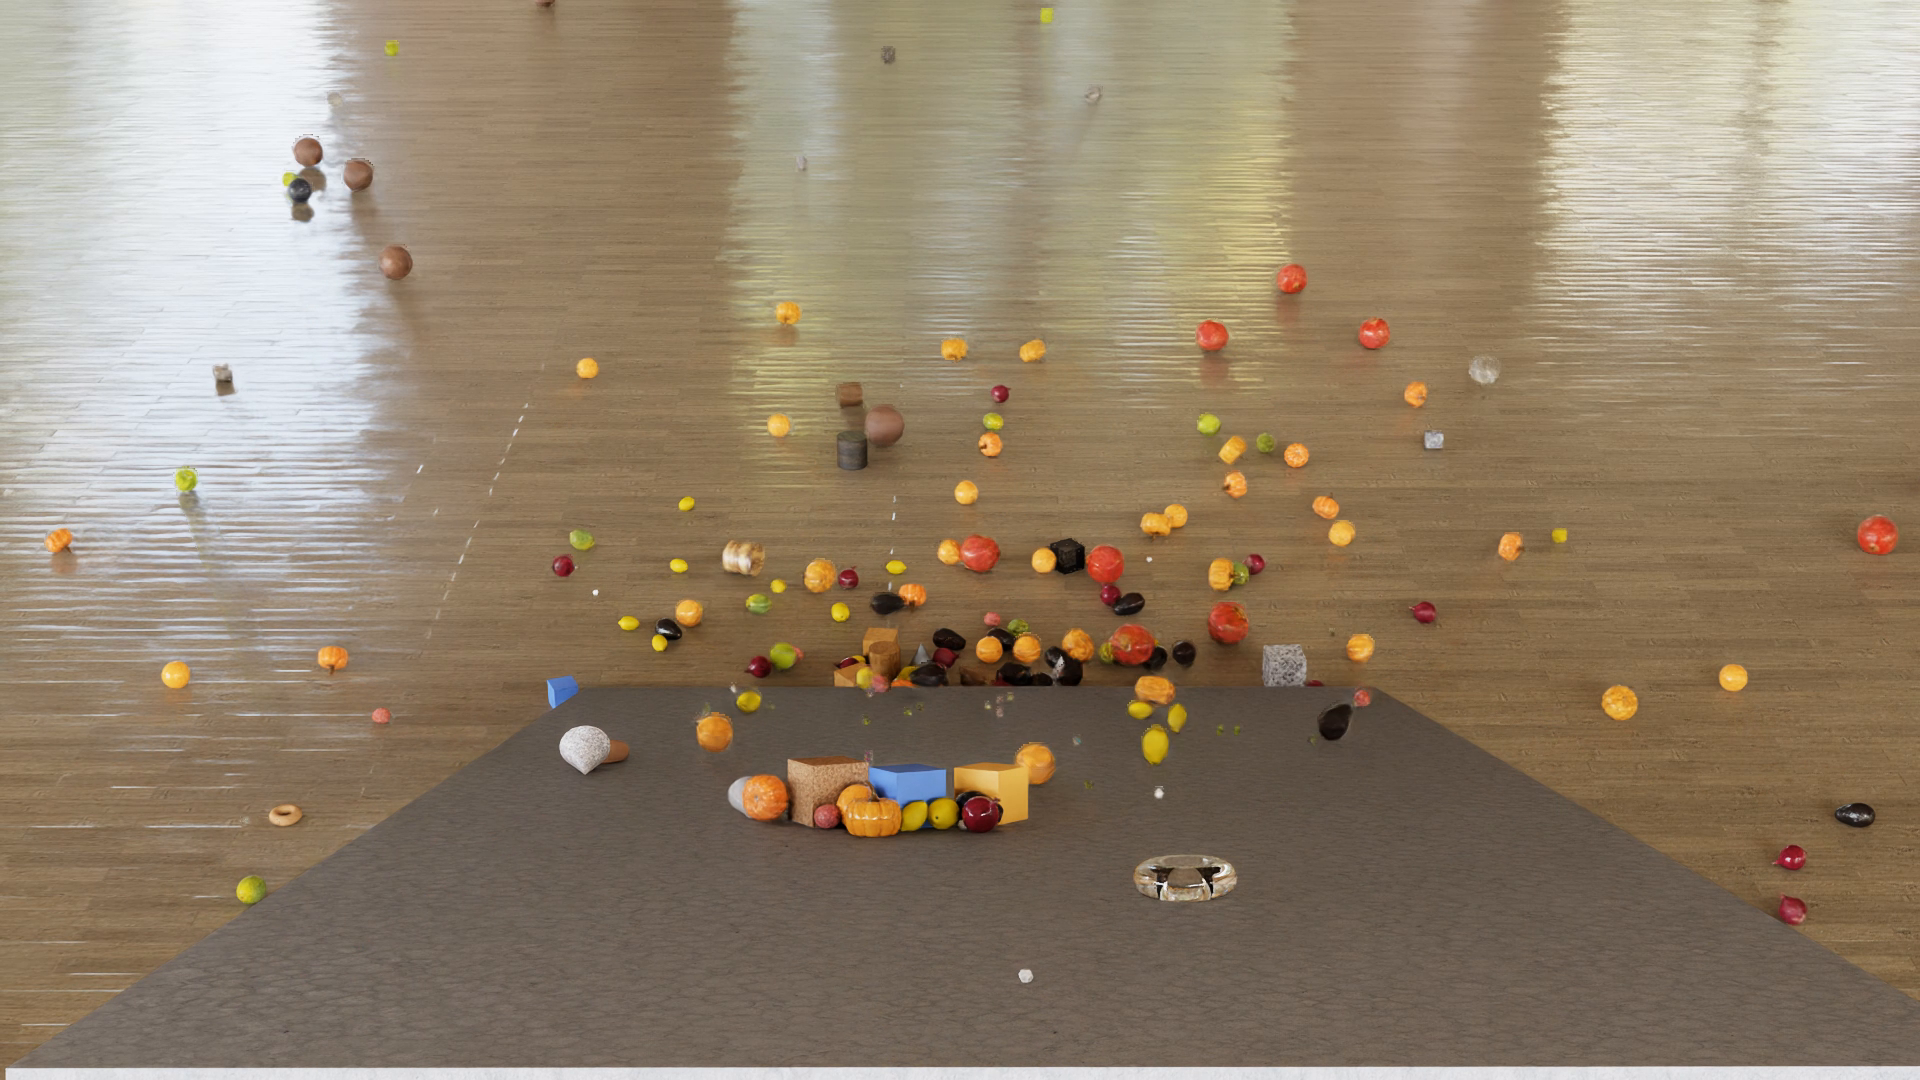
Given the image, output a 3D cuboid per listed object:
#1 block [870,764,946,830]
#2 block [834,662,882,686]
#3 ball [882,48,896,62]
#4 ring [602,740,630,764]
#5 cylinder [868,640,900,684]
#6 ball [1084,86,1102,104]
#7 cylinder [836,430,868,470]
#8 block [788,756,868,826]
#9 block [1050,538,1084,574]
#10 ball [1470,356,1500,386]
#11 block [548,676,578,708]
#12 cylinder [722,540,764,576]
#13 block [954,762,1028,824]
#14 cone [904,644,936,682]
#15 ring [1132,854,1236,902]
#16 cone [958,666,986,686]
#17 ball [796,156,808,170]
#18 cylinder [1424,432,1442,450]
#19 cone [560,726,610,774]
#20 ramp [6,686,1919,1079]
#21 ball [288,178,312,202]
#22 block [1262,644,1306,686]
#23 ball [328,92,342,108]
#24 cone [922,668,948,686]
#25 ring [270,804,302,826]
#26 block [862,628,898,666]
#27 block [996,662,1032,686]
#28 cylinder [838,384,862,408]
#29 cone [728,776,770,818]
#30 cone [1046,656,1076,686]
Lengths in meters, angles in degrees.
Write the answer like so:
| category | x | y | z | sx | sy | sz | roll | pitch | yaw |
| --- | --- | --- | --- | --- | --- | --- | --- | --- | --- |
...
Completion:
| category | x | y | z | sx | sy | sz | roll | pitch | yaw |
| --- | --- | --- | --- | --- | --- | --- | --- | --- | --- |
| block | -0.085 | 0.415 | 4.169 | 0.091 | 0.091 | 0.091 | -1 | 2 | -31 |
| block | -0.263 | 0.380 | 6.646 | 0.087 | 0.087 | 0.087 | -17 | 29 | -33 |
| ball | -0.363 | -2.457 | 13.067 | 0.071 | 0.071 | 0.071 | 0 | 24 | 0 |
| ring | -0.699 | 0.412 | 5.010 | 0.111 | 0.037 | 0.111 | -1 | 3 | 0 |
| cylinder | -0.198 | 0.322 | 6.781 | 0.084 | 0.084 | 0.084 | 0 | 24 | 0 |
| ball | 0.638 | -2.127 | 12.306 | 0.084 | 0.084 | 0.084 | 0 | 24 | 0 |
| cylinder | -0.341 | -0.283 | 8.130 | 0.096 | 0.096 | 0.096 | 0 | 24 | 0 |
| block | -0.216 | 0.410 | 4.208 | 0.099 | 0.099 | 0.099 | -1 | 2 | -27 |
| block | 0.309 | 0.047 | 7.417 | 0.071 | 0.071 | 0.071 | -16 | 29 | -32 |
| ball | 1.788 | -0.575 | 8.785 | 0.099 | 0.099 | 0.099 | 0 | 24 | 0 |
| block | -1.022 | 0.396 | 6.638 | 0.064 | 0.064 | 0.064 | -10 | 26 | -22 |
| cylinder | -0.622 | 0.052 | 7.384 | 0.088 | 0.088 | 0.088 | 9 | 26 | 20 |
| block | 0.051 | 0.415 | 4.222 | 0.087 | 0.087 | 0.087 | 1 | 3 | 35 |
| cone | -0.101 | 0.313 | 6.790 | 0.093 | 0.093 | 0.093 | 0 | 24 | 0 |
| ring | 0.307 | 0.461 | 3.518 | 0.143 | 0.048 | 0.143 | -1 | 3 | 0 |
| cone | 0.017 | 0.352 | 6.692 | 0.072 | 0.072 | 0.072 | -26 | 35 | 21 |
| ball | -0.693 | -1.647 | 11.261 | 0.054 | 0.054 | 0.054 | 0 | 24 | 0 |
| cylinder | 1.519 | -0.320 | 8.264 | 0.055 | 0.055 | 0.055 | 3 | 24 | 8 |
| cone | -0.704 | 0.415 | 4.838 | 0.096 | 0.096 | 0.096 | -3 | 29 | -7 |
| ramp | 0.055 | 0.497 | 4.545 | 2.000 | 0.100 | 4.000 | 0 | 2 | 0 |
| ball | -2.767 | -1.465 | 10.794 | 0.099 | 0.099 | 0.099 | 0 | 24 | 0 |
| block | 0.847 | 0.338 | 6.730 | 0.096 | 0.096 | 0.096 | -2 | 24 | -4 |
| ball | -2.972 | -2.094 | 12.248 | 0.070 | 0.070 | 0.070 | 0 | 24 | 0 |
| cone | -0.048 | 0.377 | 6.717 | 0.080 | 0.080 | 0.080 | 13 | 0 | 26 |
| ring | -1.599 | 0.652 | 6.108 | 0.077 | 0.026 | 0.077 | 0 | 25 | 0 |
| block | -0.211 | 0.289 | 6.860 | 0.080 | 0.080 | 0.080 | 4 | 24 | 8 |
| block | 0.139 | 0.369 | 6.693 | 0.069 | 0.069 | 0.069 | 11 | 26 | 23 |
| cylinder | -0.368 | -0.481 | 8.607 | 0.073 | 0.073 | 0.073 | -6 | 25 | -13 |
| cone | -0.347 | 0.441 | 4.263 | 0.072 | 0.072 | 0.072 | -3 | 29 | -7 |
| cone | 0.265 | 0.338 | 6.752 | 0.078 | 0.078 | 0.078 | 0 | 24 | 0 |
